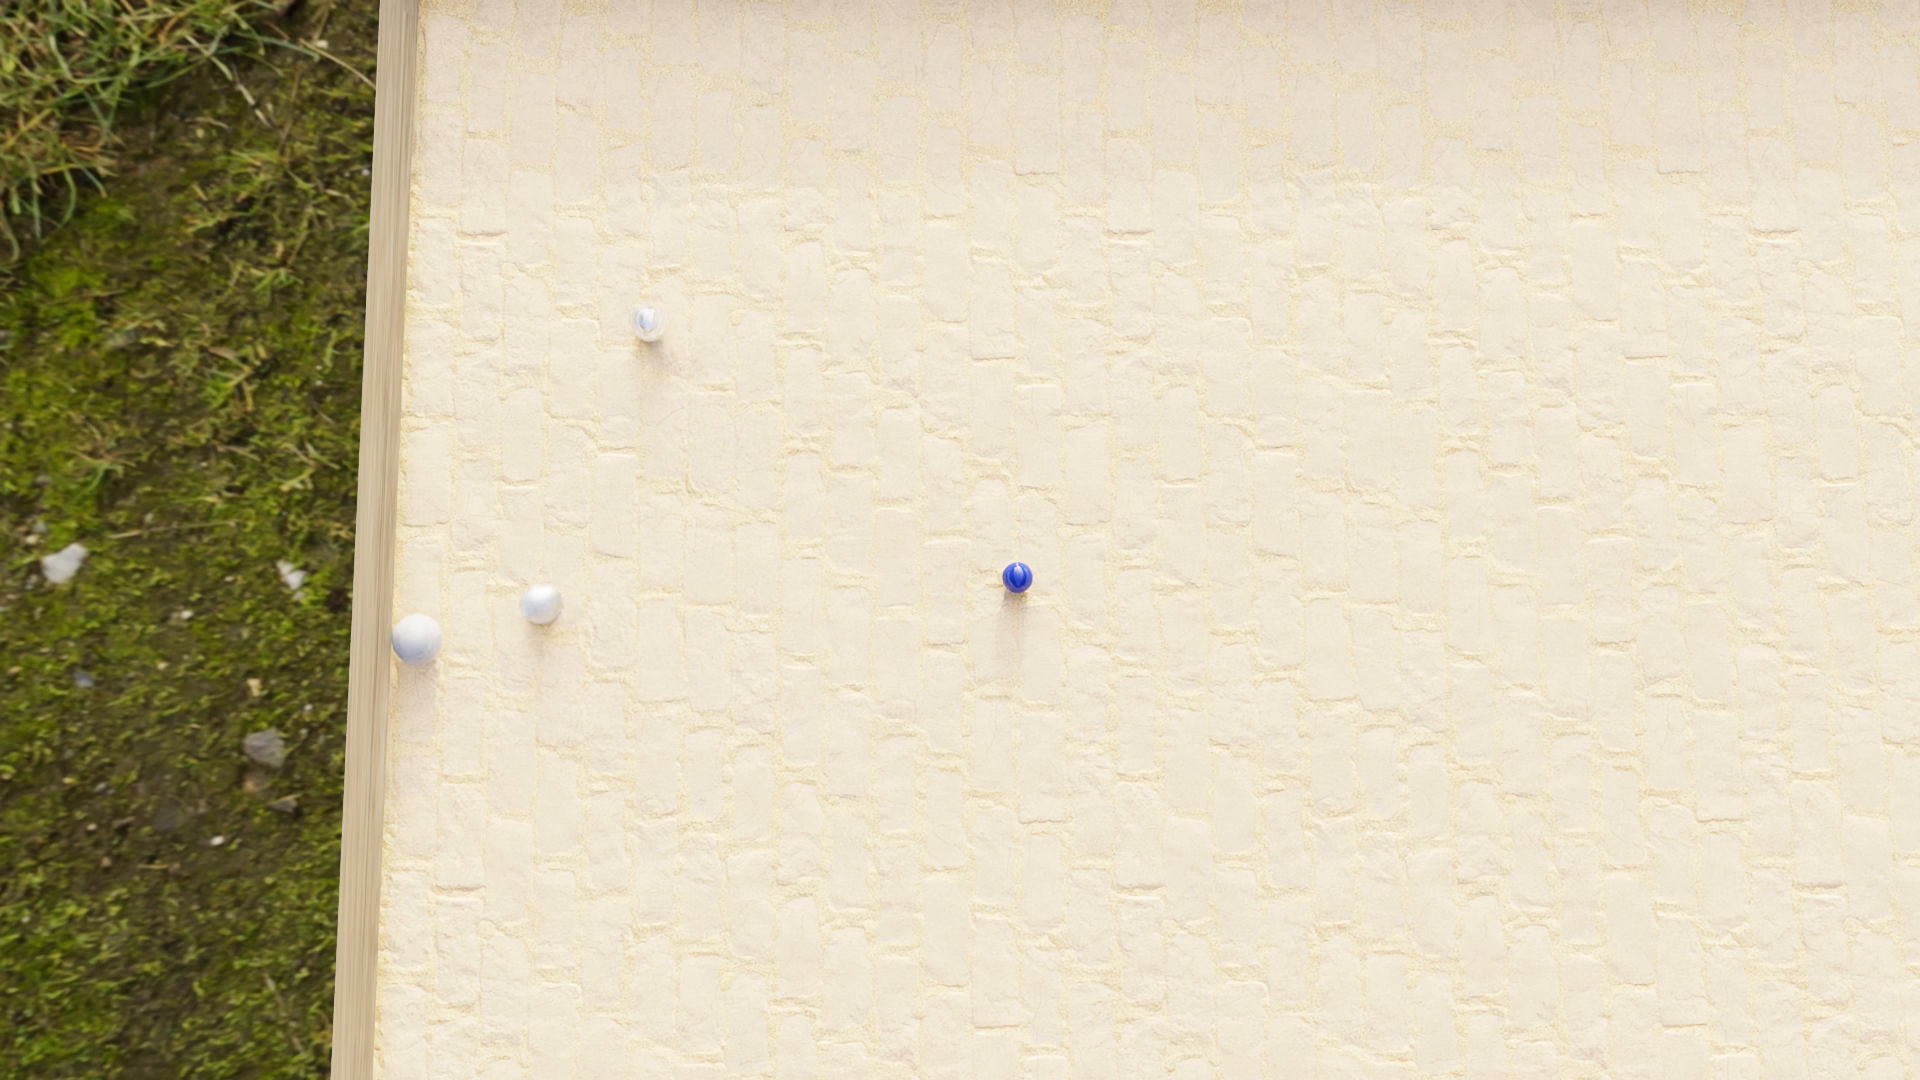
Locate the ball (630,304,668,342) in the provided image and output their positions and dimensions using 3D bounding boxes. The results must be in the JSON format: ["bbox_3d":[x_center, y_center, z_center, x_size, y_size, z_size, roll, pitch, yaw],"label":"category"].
[{"bbox_3d":[-0.473,-0.331,3.347,0.057,0.057,0.057,0,80,0],"label":"ball"}]

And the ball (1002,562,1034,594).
[{"bbox_3d":[0.086,0.056,3.284,0.048,0.048,0.048,0,80,0],"label":"ball"}]

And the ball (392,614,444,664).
[{"bbox_3d":[-0.803,0.147,3.254,0.075,0.075,0.075,0,80,0],"label":"ball"}]

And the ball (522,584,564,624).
[{"bbox_3d":[-0.621,0.095,3.271,0.061,0.061,0.061,0,80,0],"label":"ball"}]

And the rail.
[{"bbox_3d":[-0.862,-0.002,3.268,0.045,0.097,1.920,0,80,0],"label":"rail"}]
